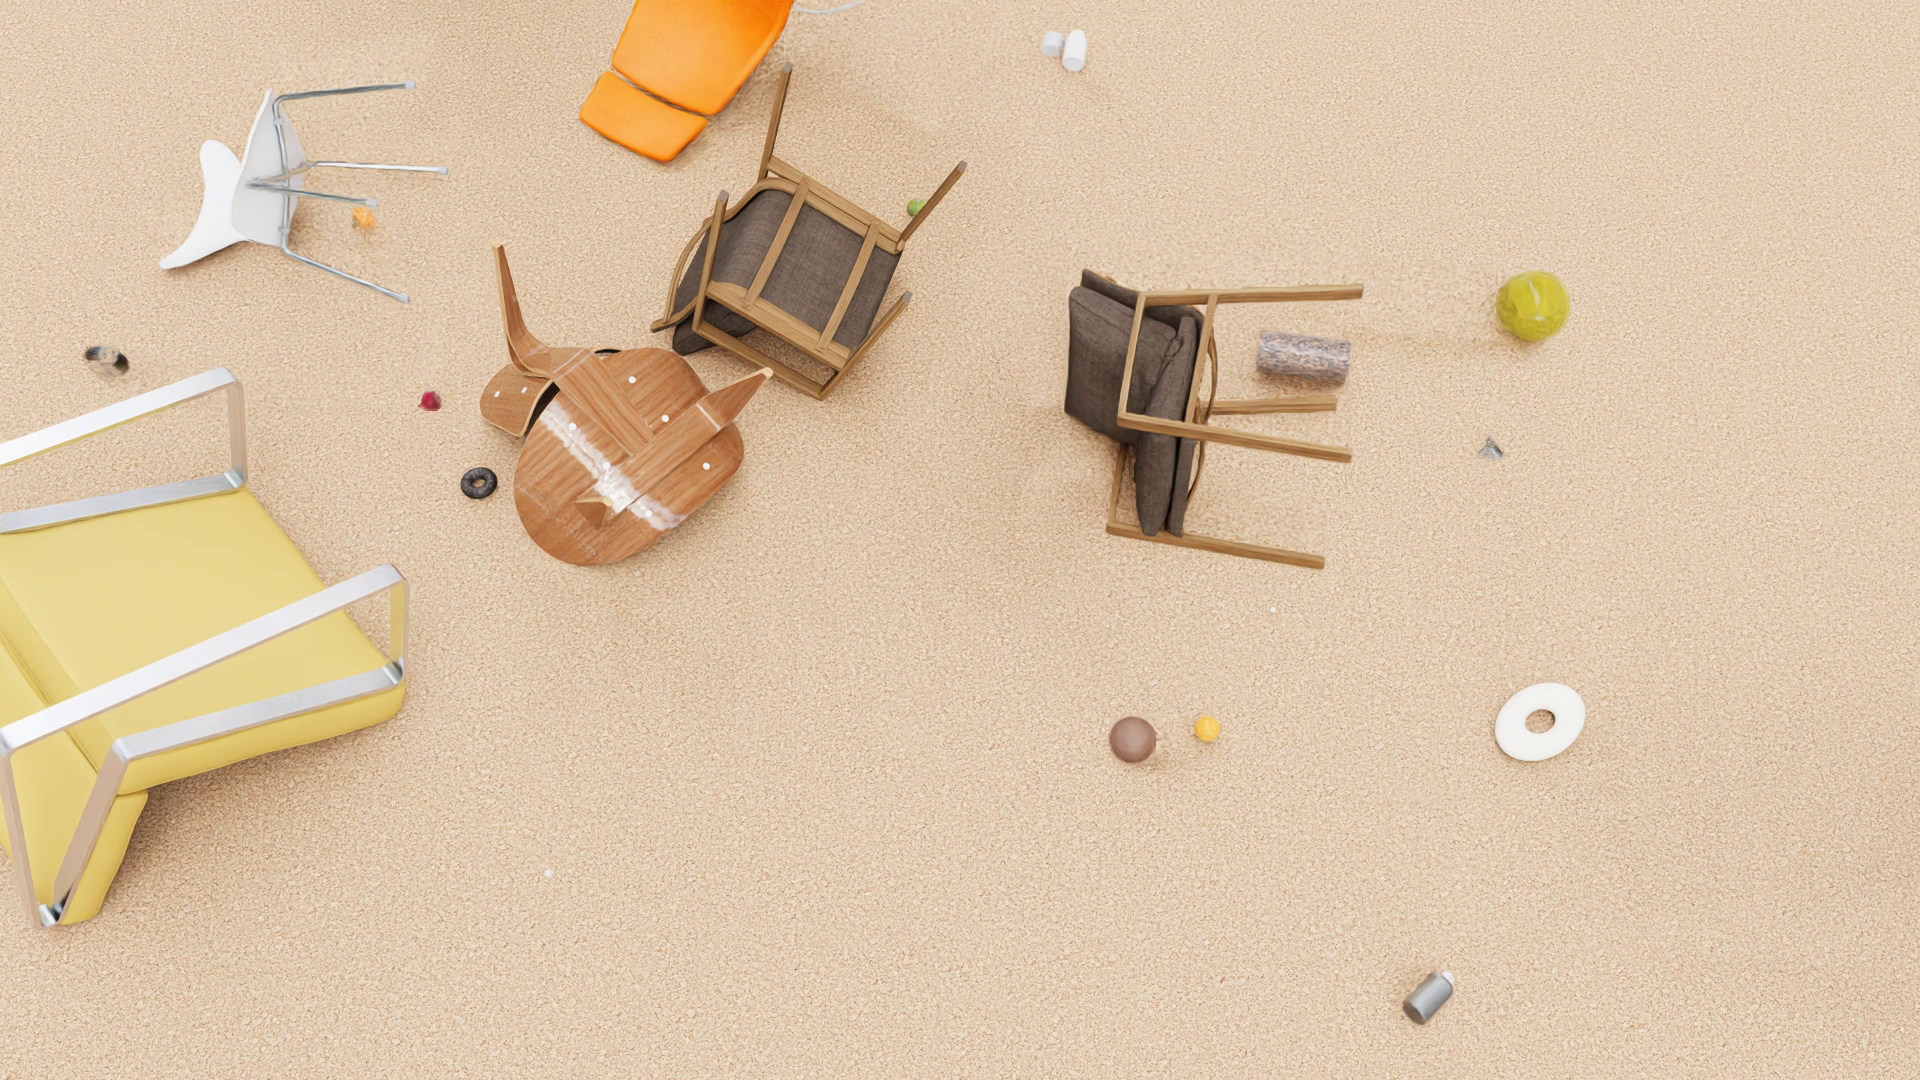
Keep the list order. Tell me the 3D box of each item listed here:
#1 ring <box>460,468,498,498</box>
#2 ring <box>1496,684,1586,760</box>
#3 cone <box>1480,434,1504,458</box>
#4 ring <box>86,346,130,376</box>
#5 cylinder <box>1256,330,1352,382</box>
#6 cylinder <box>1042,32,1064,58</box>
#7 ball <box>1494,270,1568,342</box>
[{"bbox_3d":[-1.459,-0.173,6.668,0.113,0.038,0.110,-34,62,-19],"label":"ring"},{"bbox_3d":[1.635,0.511,6.198,0.298,0.056,0.211,-35,62,-21],"label":"ring"},{"bbox_3d":[1.632,-0.296,6.761,0.073,0.040,0.091,3,43,9],"label":"cone"},{"bbox_3d":[-2.662,-0.559,6.864,0.150,0.133,0.050,-8,59,42],"label":"ring"},{"bbox_3d":[1.072,-0.574,6.876,0.279,0.145,0.129,7,98,5],"label":"cylinder"},{"bbox_3d":[0.326,-1.737,7.705,0.065,0.057,0.067,18,57,-2],"label":"cylinder"},{"bbox_3d":[1.802,-0.738,6.933,0.225,0.225,0.225,0,56,0],"label":"ball"}]
